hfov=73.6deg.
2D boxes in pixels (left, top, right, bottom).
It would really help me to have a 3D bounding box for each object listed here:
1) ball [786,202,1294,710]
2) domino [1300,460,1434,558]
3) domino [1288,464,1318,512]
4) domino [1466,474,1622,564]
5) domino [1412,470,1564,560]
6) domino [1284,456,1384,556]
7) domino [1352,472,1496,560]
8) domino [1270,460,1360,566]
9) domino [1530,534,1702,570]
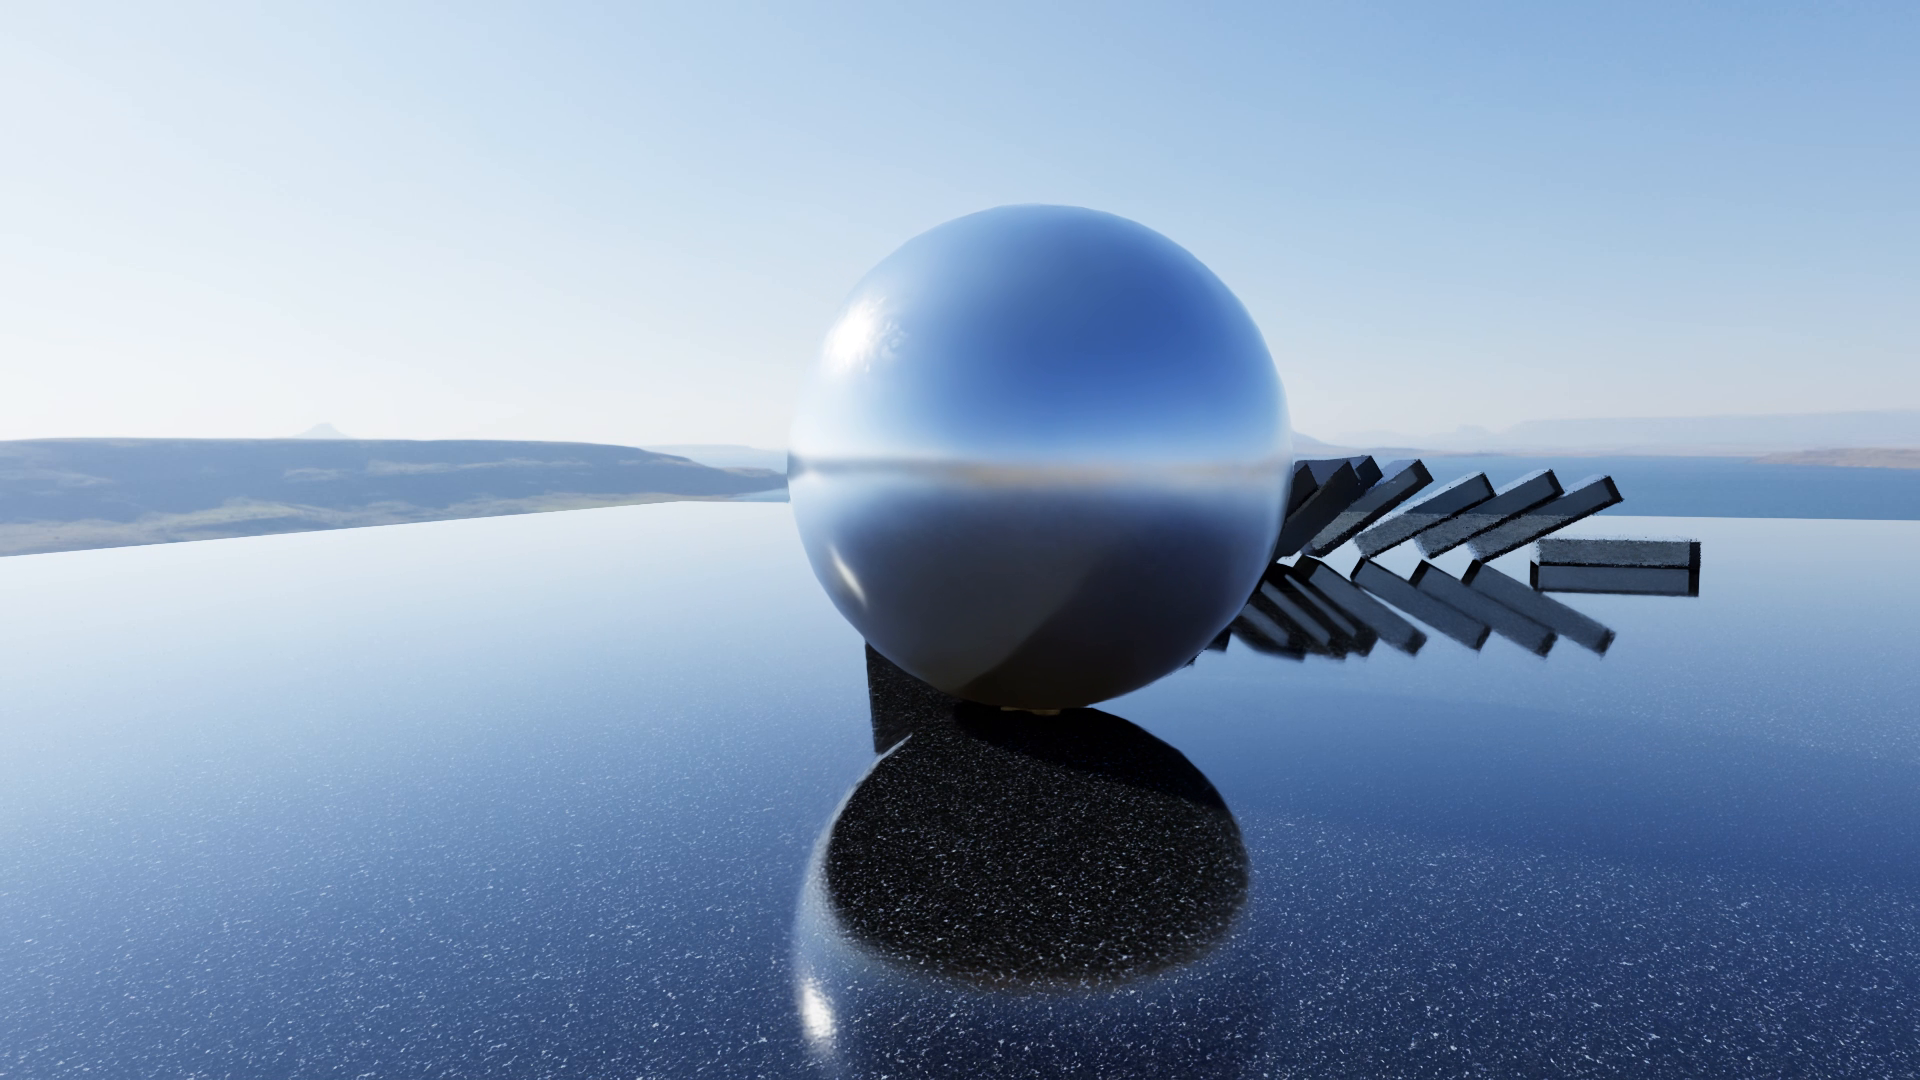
[{"bbox_3d":[0.012,-0.013,0.206,0.080,0.080,0.080,0,4,0],"label":"ball"},{"bbox_3d":[0.150,-0.012,0.483,0.050,0.010,0.025,-35,3,0],"label":"domino"},{"bbox_3d":[0.101,-0.009,0.457,0.050,0.009,0.025,-38,20,-21],"label":"domino"},{"bbox_3d":[0.207,-0.008,0.459,0.050,0.010,0.025,-28,-3,15],"label":"domino"},{"bbox_3d":[0.190,-0.009,0.465,0.050,0.010,0.025,-29,-3,13],"label":"domino"},{"bbox_3d":[0.132,-0.013,0.481,0.050,0.010,0.025,-38,12,-16],"label":"domino"},{"bbox_3d":[0.170,-0.009,0.472,0.050,0.010,0.025,-29,-3,15],"label":"domino"},{"bbox_3d":[0.118,-0.011,0.463,0.050,0.010,0.025,-40,21,-21],"label":"domino"},{"bbox_3d":[0.230,0.004,0.452,0.050,0.010,0.025,1,5,18],"label":"domino"}]
